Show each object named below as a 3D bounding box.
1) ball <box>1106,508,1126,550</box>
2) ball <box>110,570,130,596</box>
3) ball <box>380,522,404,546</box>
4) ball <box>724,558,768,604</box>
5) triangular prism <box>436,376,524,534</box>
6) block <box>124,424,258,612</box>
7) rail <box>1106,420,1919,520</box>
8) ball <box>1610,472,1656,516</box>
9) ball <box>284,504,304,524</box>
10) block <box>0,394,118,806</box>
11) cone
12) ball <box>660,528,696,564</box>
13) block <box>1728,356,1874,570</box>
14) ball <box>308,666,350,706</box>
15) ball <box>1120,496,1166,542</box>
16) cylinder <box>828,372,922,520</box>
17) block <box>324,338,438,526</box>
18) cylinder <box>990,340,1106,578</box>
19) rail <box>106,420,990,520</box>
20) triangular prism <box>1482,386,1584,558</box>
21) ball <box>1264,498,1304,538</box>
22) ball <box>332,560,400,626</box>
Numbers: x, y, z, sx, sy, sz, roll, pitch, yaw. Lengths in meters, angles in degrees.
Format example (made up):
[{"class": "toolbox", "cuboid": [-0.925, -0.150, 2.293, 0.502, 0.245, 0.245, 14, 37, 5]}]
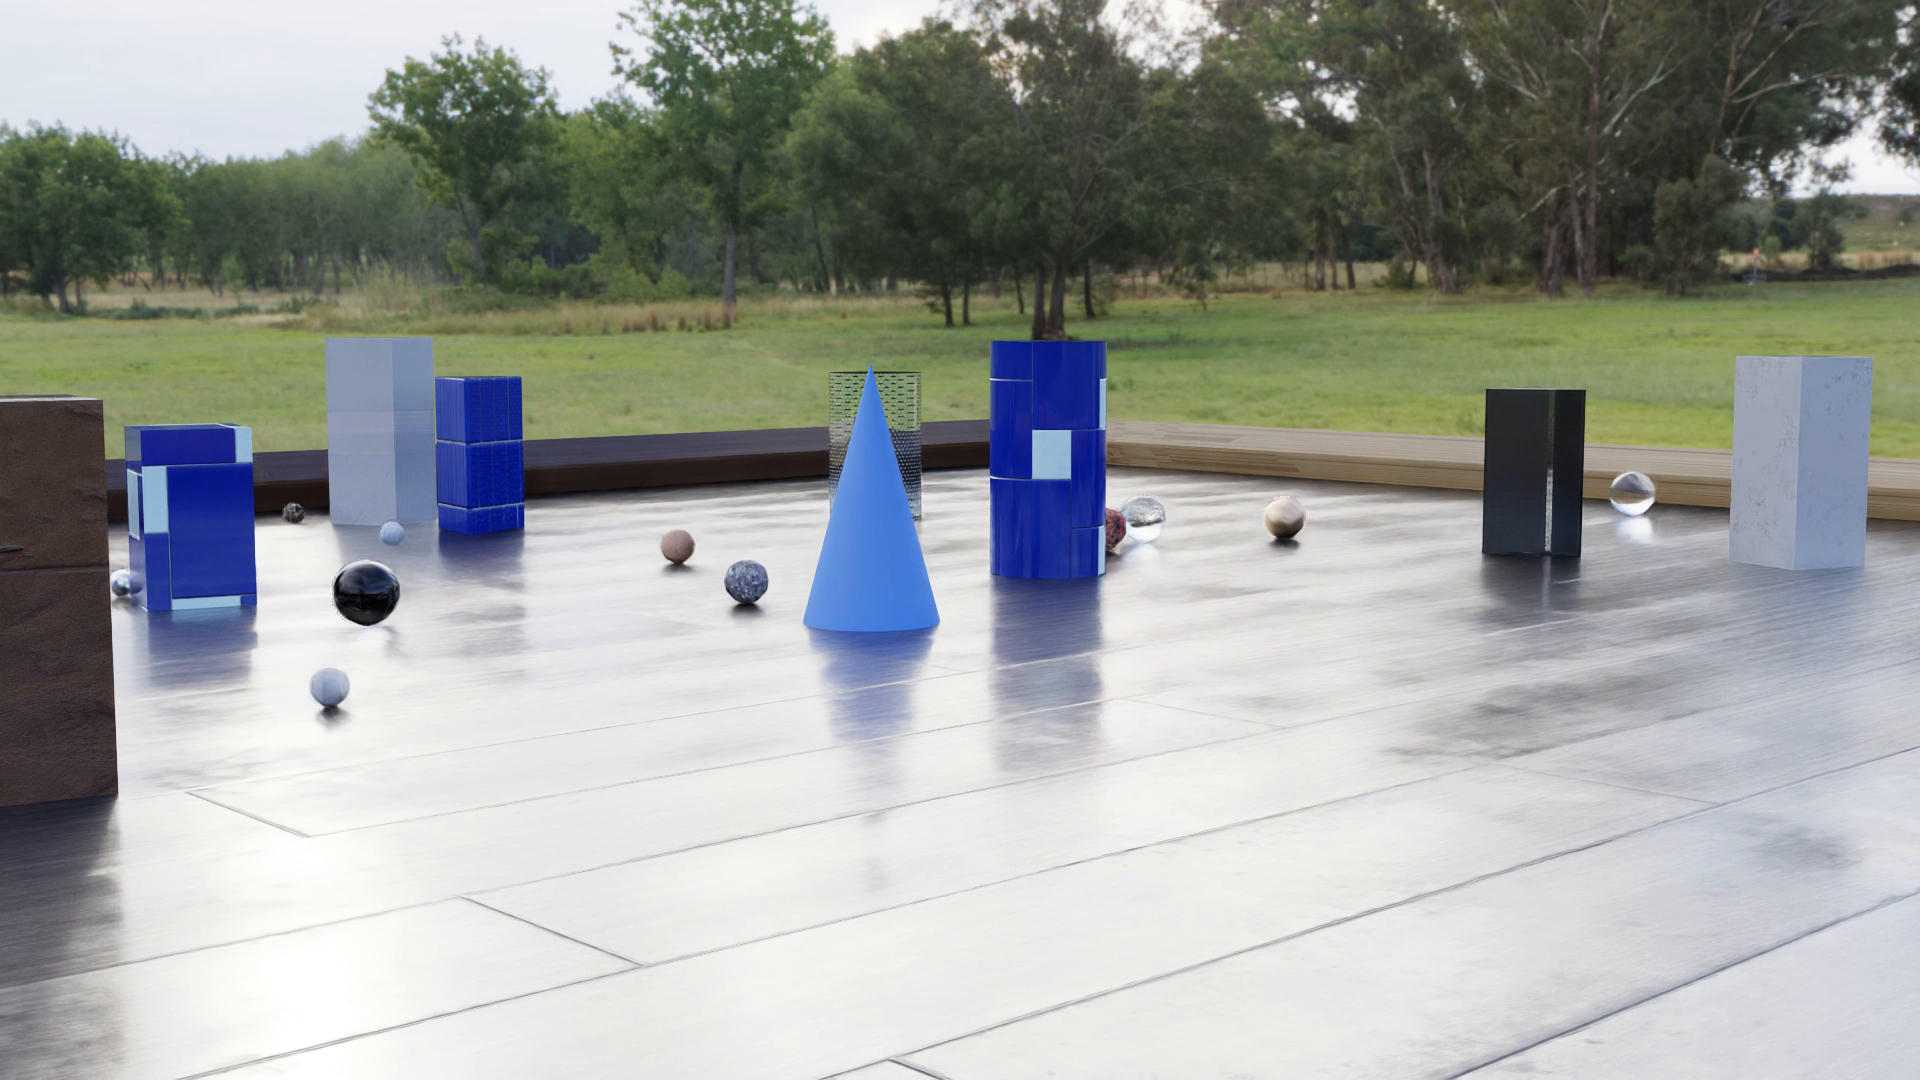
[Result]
[{"class": "ball", "cuboid": [0.269, -0.021, 4.102, 0.081, 0.081, 0.081, 0, 6, 0]}, {"class": "ball", "cuboid": [-1.310, 0.068, 3.437, 0.041, 0.041, 0.041, 0, 6, 0]}, {"class": "ball", "cuboid": [-1.079, -0.012, 4.177, 0.046, 0.046, 0.046, 0, 6, 0]}, {"class": "ball", "cuboid": [-0.326, 0.063, 3.356, 0.068, 0.068, 0.068, 0, 6, 0]}, {"class": "triangular prism", "cuboid": [-0.964, -0.178, 4.490, 0.149, 0.311, 0.172, -4, 7, -33]}, {"class": "block", "cuboid": [-1.176, -0.039, 3.361, 0.159, 0.269, 0.159, -3, 7, -29]}, {"class": "rail", "cuboid": [1.755, -0.134, 4.943, 0.045, 0.129, 4.433, -5, 8, -42]}, {"class": "ball", "cuboid": [1.467, -0.101, 4.798, 0.095, 0.095, 0.095, 0, 6, 0]}, {"class": "ball", "cuboid": [-1.396, -0.055, 4.610, 0.043, 0.043, 0.043, 0, 6, 0]}, {"class": "block", "cuboid": [-0.888, 0.051, 2.041, 0.159, 0.364, 0.159, -4, 7, -32]}, {"class": "cone", "cuboid": [-0.127, -0.068, 3.142, 0.198, 0.372, 0.198, 0, 6, 0]}, {"class": "ball", "cuboid": [-0.498, 0.011, 3.885, 0.061, 0.061, 0.061, 0, 6, 0]}, {"class": "block", "cuboid": [1.478, -0.140, 3.870, 0.159, 0.365, 0.159, -2, 6, -23]}, {"class": "ball", "cuboid": [-0.712, 0.165, 2.484, 0.045, 0.045, 0.045, 0, 6, 0]}, {"class": "ball", "cuboid": [0.352, -0.041, 4.244, 0.091, 0.091, 0.091, 0, 6, 0]}, {"class": "cylinder", "cuboid": [-0.182, -0.202, 4.707, 0.198, 0.313, 0.198, 0, 6, 0]}, {"class": "block", "cuboid": [-1.220, -0.232, 4.641, 0.159, 0.388, 0.159, 2, 6, 18]}, {"class": "cylinder", "cuboid": [0.150, -0.141, 3.743, 0.198, 0.393, 0.198, 0, 6, 0]}, {"class": "rail", "cuboid": [-1.487, -0.134, 4.935, 4.824, 0.129, 0.045, -5, 8, -42]}, {"class": "triangular prism", "cuboid": [1.063, -0.130, 4.068, 0.172, 0.303, 0.149, 2, 6, 16]}, {"class": "ball", "cuboid": [0.635, -0.042, 4.306, 0.079, 0.079, 0.079, 0, 6, 0]}, {"class": "ball", "cuboid": [-0.842, 0.075, 3.119, 0.093, 0.093, 0.093, 0, 6, 0]}]
